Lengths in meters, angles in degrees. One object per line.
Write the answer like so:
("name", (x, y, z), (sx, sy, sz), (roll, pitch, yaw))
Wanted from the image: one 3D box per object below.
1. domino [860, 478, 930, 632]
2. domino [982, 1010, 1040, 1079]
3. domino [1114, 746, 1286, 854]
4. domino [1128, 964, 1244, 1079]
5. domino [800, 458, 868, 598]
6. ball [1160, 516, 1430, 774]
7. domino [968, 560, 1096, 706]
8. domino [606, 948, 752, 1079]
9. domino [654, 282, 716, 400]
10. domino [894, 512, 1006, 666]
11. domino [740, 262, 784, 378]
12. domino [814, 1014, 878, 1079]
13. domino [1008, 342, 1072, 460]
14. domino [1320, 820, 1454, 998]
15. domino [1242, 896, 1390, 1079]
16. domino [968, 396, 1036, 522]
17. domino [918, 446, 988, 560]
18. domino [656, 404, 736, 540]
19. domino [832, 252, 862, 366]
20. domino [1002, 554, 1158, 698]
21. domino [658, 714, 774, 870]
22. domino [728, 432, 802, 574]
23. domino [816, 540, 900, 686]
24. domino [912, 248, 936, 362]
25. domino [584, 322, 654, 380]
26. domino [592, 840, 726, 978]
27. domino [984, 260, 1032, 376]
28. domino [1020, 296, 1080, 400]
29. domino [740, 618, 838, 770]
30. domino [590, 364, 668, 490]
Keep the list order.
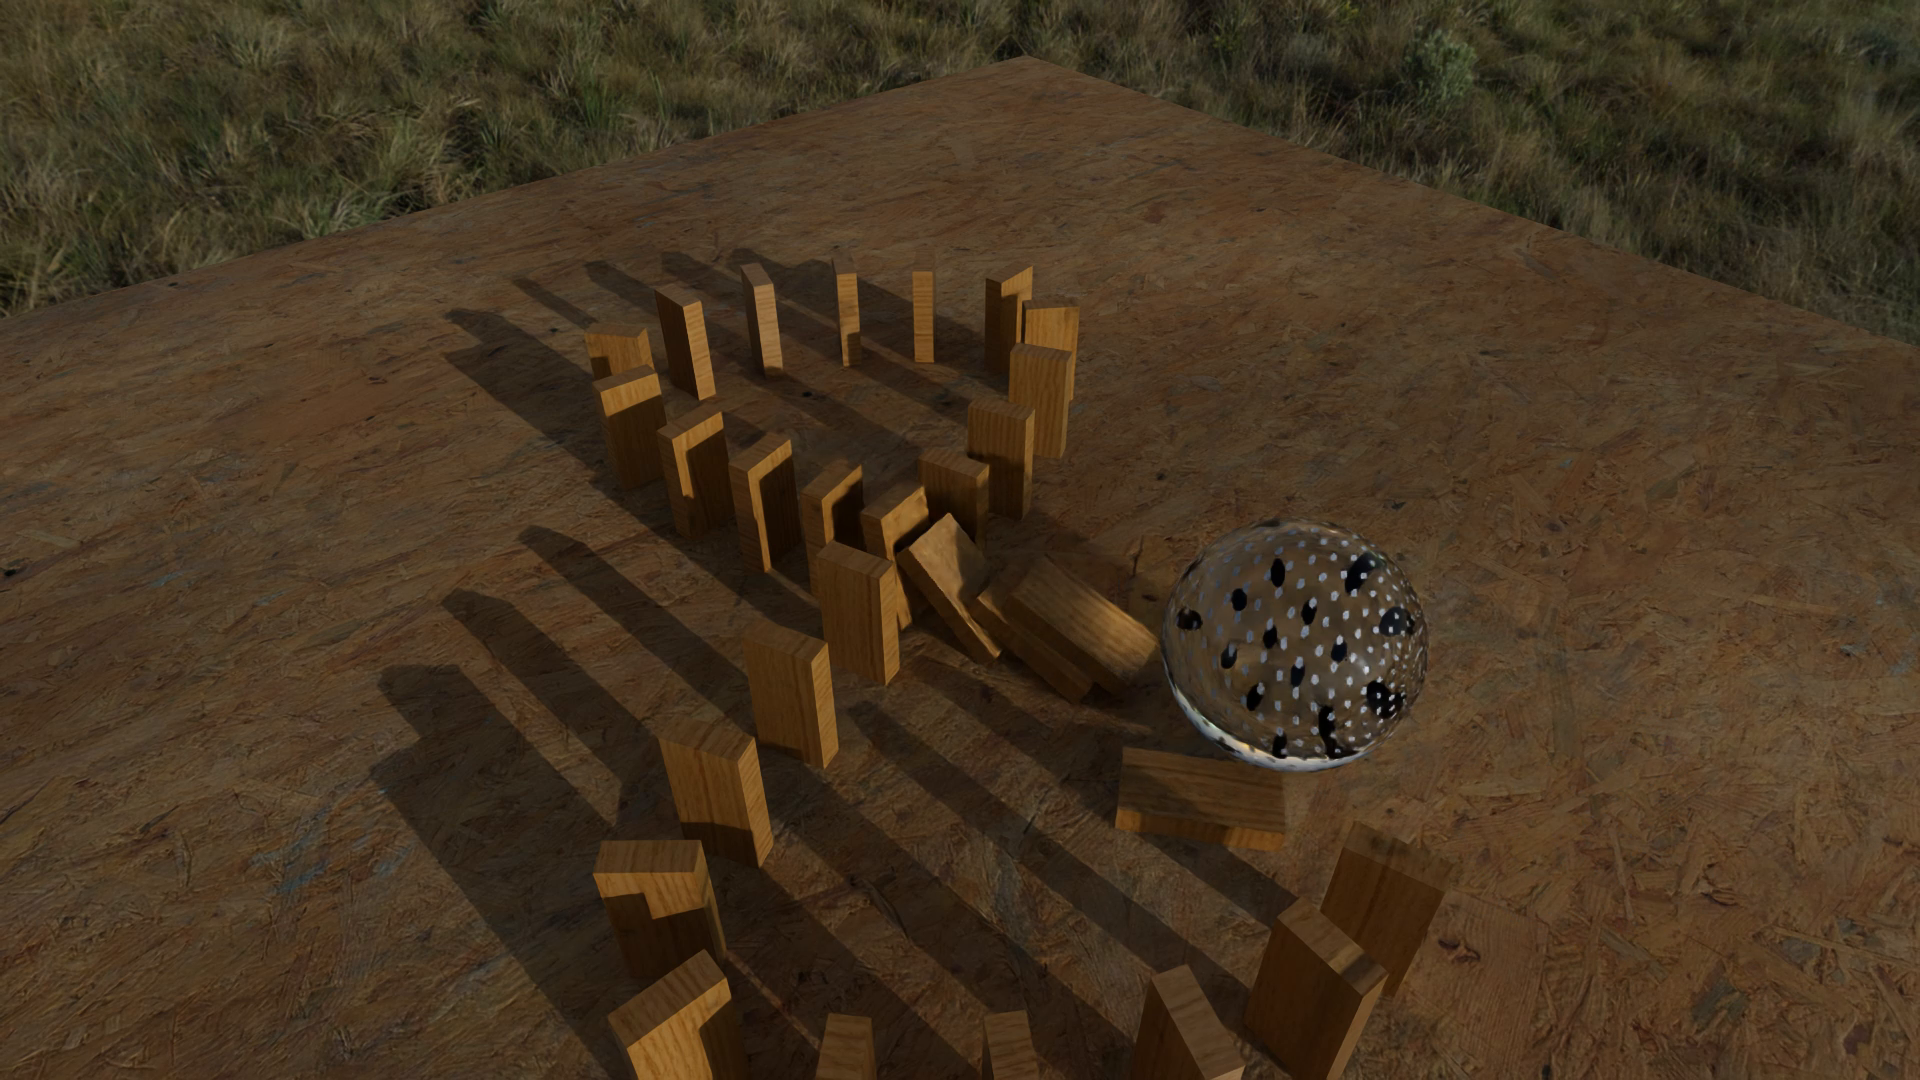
("domino", (-0.021, 0.006, 0.404), (0.010, 0.050, 0.025), (18, 42, 32))
("domino", (0.012, 0.132, 0.250), (0.009, 0.050, 0.025), (-5, 40, -6))
("domino", (0.075, 0.081, 0.345), (0.050, 0.010, 0.025), (7, 40, 8))
("domino", (0.052, 0.125, 0.259), (0.010, 0.050, 0.025), (-13, 41, -16))
("domino", (-0.047, -0.003, 0.415), (0.009, 0.050, 0.025), (20, 43, 23))
("ball", (0.104, 0.032, 0.345), (0.080, 0.080, 0.080), (0, 39, 0))
("domino", (0.030, 0.032, 0.389), (0.050, 0.010, 0.025), (41, 50, 10))
("domino", (-0.066, 0.122, 0.263), (0.025, 0.050, 0.010), (-29, 47, -31))
("domino", (-0.132, -0.095, 0.527), (0.009, 0.050, 0.025), (-31, 48, -32))
("domino", (0.002, 0.017, 0.398), (0.050, 0.010, 0.025), (52, 50, -5))
("domino", (-0.098, -0.108, 0.543), (0.010, 0.050, 0.025), (-15, 42, -18))
("domino", (-0.026, 0.132, 0.250), (0.009, 0.050, 0.025), (4, 39, 5))
("domino", (0.035, -0.061, 0.486), (0.025, 0.050, 0.009), (13, 41, 15))
("domino", (0.110, 0.098, 0.291), (0.025, 0.050, 0.010), (21, 44, 24))
("domino", (0.087, 0.114, 0.273), (0.009, 0.050, 0.025), (-26, 46, -28))
("domino", (0.016, -0.033, 0.452), (0.025, 0.050, 0.010), (16, 42, 19))
("domino", (-0.003, -0.010, 0.423), (0.025, 0.050, 0.009), (20, 43, 23))
("domino", (-0.106, -0.027, 0.444), (0.010, 0.050, 0.025), (26, 46, 28))
("domino", (-0.057, -0.116, 0.553), (0.010, 0.050, 0.025), (-7, 40, -9))
("domino", (0.042, 0.029, 0.384), (0.050, 0.009, 0.025), (38, 50, 7))
("domino", (-0.070, 0.074, 0.321), (0.025, 0.050, 0.010), (13, 41, 16))
("domino", (-0.075, -0.014, 0.429), (0.010, 0.050, 0.025), (21, 44, 24))
("domino", (-0.035, 0.026, 0.380), (0.025, 0.050, 0.010), (19, 43, 22))
("domino", (-0.018, -0.118, 0.556), (0.009, 0.050, 0.025), (2, 39, 2))
("domino", (-0.152, -0.073, 0.501), (0.025, 0.050, 0.009), (7, 40, 8))
("domino", (-0.078, 0.099, 0.291), (0.025, 0.050, 0.010), (0, 39, -1))
("domino", (0.024, -0.110, 0.546), (0.009, 0.050, 0.025), (27, 47, 29))
("domino", (0.042, -0.089, 0.521), (0.025, 0.050, 0.009), (-5, 40, -6))
("domino", (-0.054, 0.050, 0.351), (0.025, 0.050, 0.009), (17, 42, 20))
("domino", (-0.139, -0.048, 0.470), (0.025, 0.050, 0.009), (-26, 46, -28))
